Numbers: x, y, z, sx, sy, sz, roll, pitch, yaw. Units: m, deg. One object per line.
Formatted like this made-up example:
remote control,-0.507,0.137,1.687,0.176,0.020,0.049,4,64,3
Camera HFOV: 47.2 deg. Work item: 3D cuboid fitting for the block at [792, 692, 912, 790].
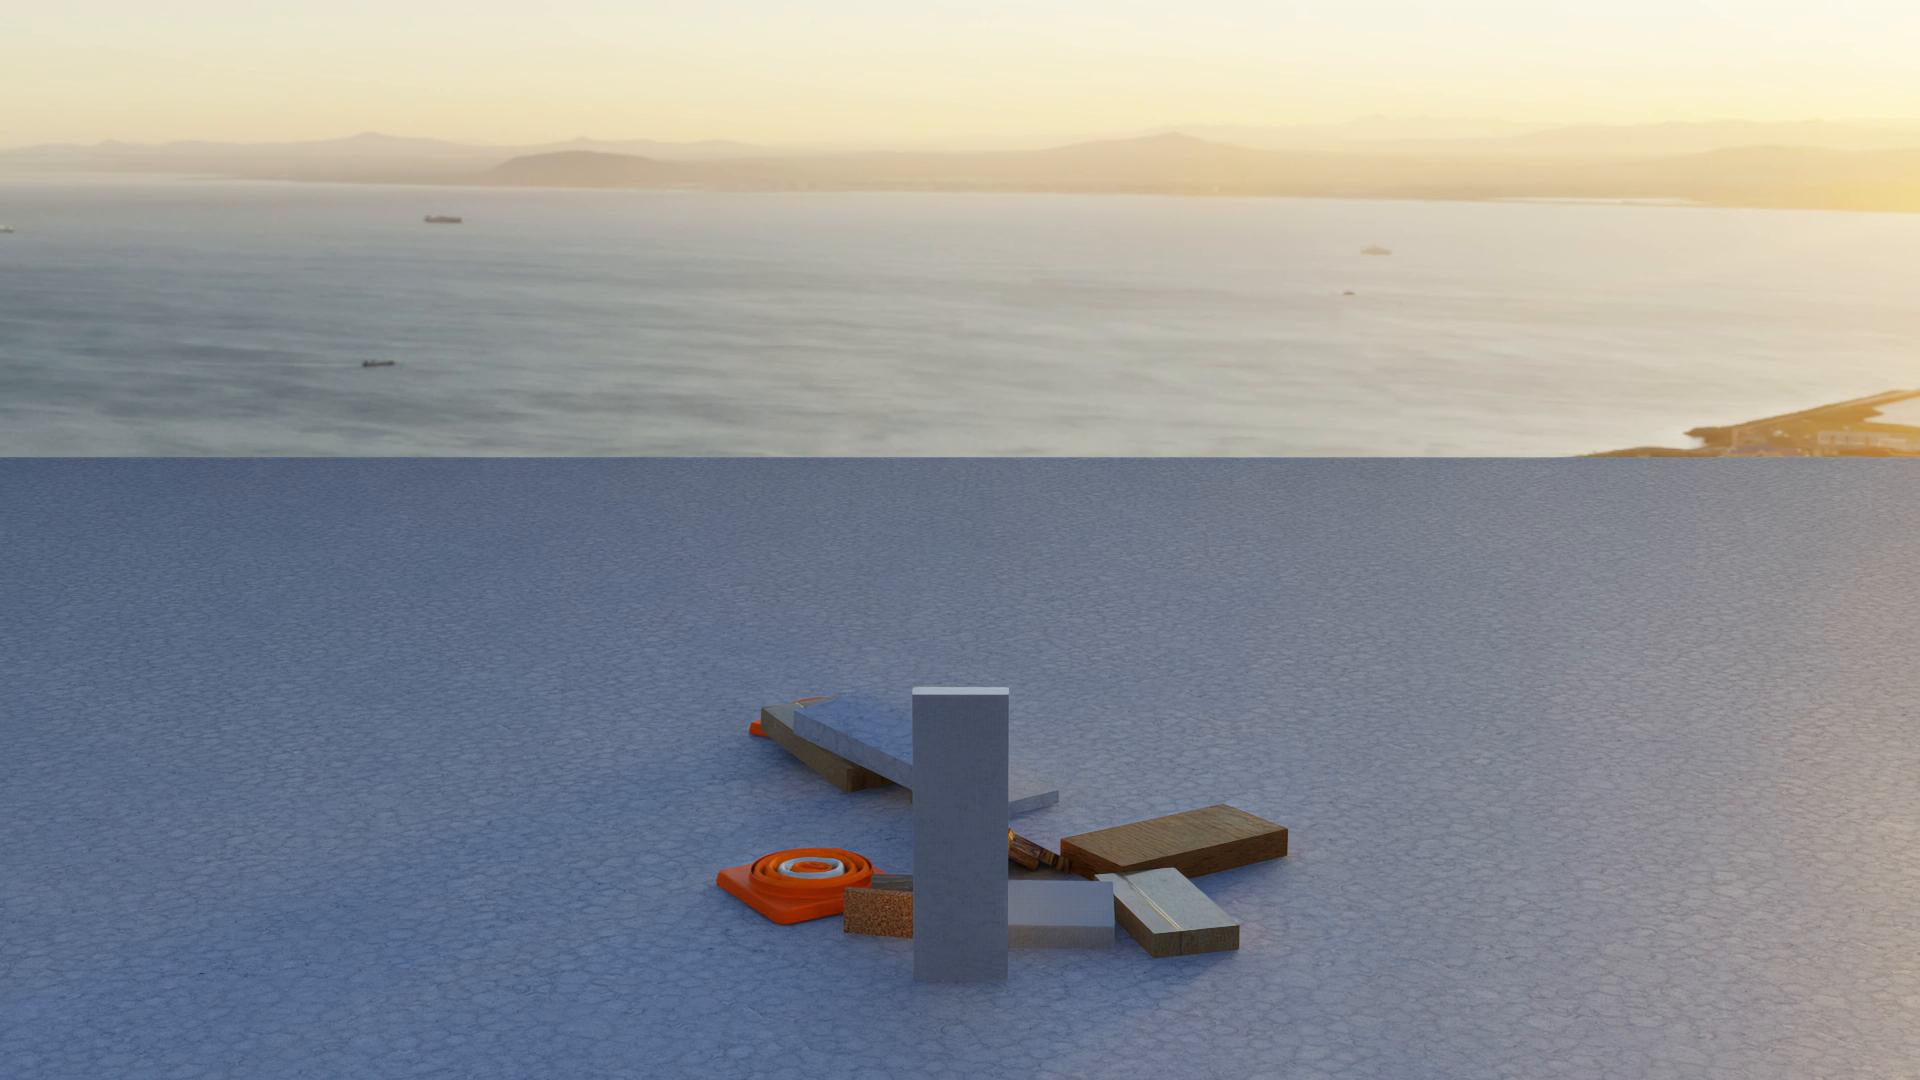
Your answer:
block,-0.146,0.391,4.303,0.175,0.049,0.349,-12,23,-43

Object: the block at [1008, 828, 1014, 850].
block,0.035,0.538,3.639,0.070,0.140,0.020,5,-32,26

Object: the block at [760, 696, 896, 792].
block,-0.239,0.405,4.405,0.175,0.049,0.349,-7,20,-32

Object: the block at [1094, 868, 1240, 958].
block,0.328,0.596,3.530,0.141,0.040,0.283,-3,11,-15

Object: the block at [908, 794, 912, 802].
block,-0.003,0.454,4.159,0.179,0.090,0.025,-7,47,-34

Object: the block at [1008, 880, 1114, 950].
block,0.102,0.592,3.485,0.283,0.040,0.141,0,20,2

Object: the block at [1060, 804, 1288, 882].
block,0.374,0.535,3.830,0.366,0.049,0.175,-7,13,-33

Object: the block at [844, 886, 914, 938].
block,-0.114,0.590,3.477,0.140,0.070,0.020,3,11,14

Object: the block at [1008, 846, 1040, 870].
block,0.067,0.524,3.773,0.132,0.019,0.066,32,-8,-26

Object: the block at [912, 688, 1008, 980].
block,0.001,0.439,3.272,0.141,0.442,0.040,0,11,0

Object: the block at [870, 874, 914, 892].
block,-0.076,0.579,3.587,0.139,0.020,0.070,1,38,0

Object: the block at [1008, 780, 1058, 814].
block,0.089,0.489,4.143,0.179,0.025,0.090,-8,13,-38

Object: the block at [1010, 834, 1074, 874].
block,0.123,0.534,3.810,0.077,0.022,0.154,30,-7,-32
